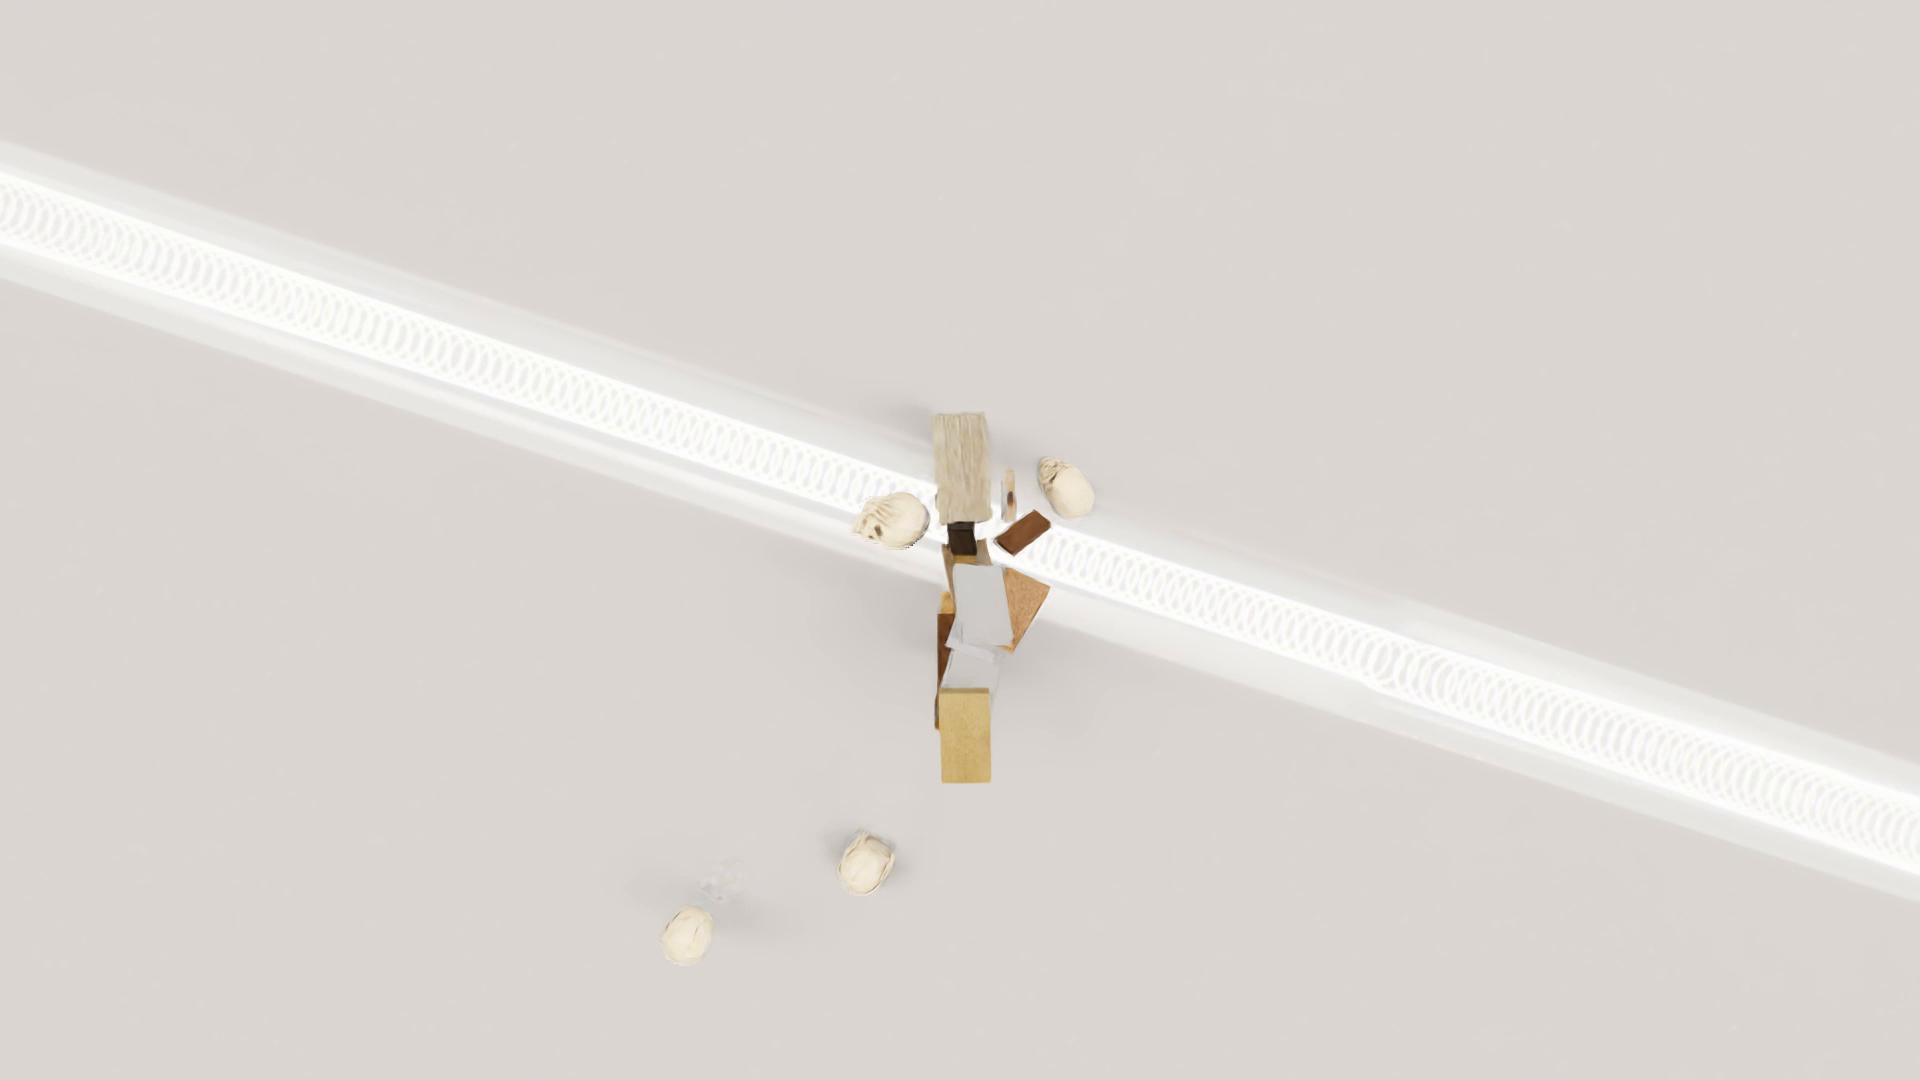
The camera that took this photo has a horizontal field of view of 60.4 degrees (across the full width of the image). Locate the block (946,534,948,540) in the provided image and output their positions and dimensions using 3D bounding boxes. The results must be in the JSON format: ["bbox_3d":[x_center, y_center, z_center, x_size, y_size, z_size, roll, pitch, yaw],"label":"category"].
[{"bbox_3d":[-0.004,0.014,5.437,0.067,0.134,0.019,-14,62,0],"label":"block"}]

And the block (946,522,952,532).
[{"bbox_3d":[-0.009,-0.033,5.350,0.067,0.019,0.134,-10,118,-2],"label":"block"}]

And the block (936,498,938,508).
[{"bbox_3d":[0.005,-0.126,5.331,0.167,0.335,0.047,0,91,-1],"label":"block"}]

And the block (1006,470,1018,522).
[{"bbox_3d":[0.161,-0.141,5.186,0.023,0.080,0.159,-3,94,7],"label":"block"}]

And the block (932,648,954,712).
[{"bbox_3d":[0.031,0.401,5.015,0.148,0.042,0.296,17,87,-3],"label":"block"}]

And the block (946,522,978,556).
[{"bbox_3d":[0.008,-0.002,5.180,0.080,0.159,0.023,-2,58,7],"label":"block"}]

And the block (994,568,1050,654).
[{"bbox_3d":[0.152,0.210,4.976,0.144,0.289,0.041,25,133,9],"label":"block"}]

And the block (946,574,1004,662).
[{"bbox_3d":[0.068,0.218,5.001,0.144,0.333,0.041,21,133,-1],"label":"block"}]

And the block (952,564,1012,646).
[{"bbox_3d":[0.066,0.190,4.910,0.144,0.289,0.041,3,133,-11],"label":"block"}]

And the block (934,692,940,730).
[{"bbox_3d":[0.000,0.514,4.843,0.143,0.285,0.040,17,100,-4],"label":"block"}]

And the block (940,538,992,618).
[{"bbox_3d":[0.042,0.153,5.215,0.148,0.407,0.042,-7,132,-5],"label":"block"}]

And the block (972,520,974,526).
[{"bbox_3d":[0.015,-0.027,5.272,0.060,0.121,0.017,2,120,1],"label":"block"}]

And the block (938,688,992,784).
[{"bbox_3d":[0.016,0.555,4.682,0.143,0.040,0.285,-1,112,3],"label":"block"}]

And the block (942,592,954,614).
[{"bbox_3d":[-0.002,0.282,5.251,0.116,0.033,0.231,0,90,0],"label":"block"}]

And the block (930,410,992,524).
[{"bbox_3d":[0.005,-0.226,5.117,0.167,0.047,0.335,-4,100,0],"label":"block"}]

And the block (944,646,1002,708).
[{"bbox_3d":[0.039,0.393,4.882,0.143,0.285,0.040,17,134,-3],"label":"block"}]

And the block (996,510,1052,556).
[{"bbox_3d":[0.200,-0.022,5.126,0.159,0.023,0.080,-37,55,-17],"label":"block"}]

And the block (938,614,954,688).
[{"bbox_3d":[0.004,0.369,5.139,0.148,0.042,0.296,-1,58,0],"label":"block"}]

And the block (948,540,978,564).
[{"bbox_3d":[0.038,0.108,5.213,0.060,0.350,0.017,-11,134,-13],"label":"block"}]

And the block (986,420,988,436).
[{"bbox_3d":[0.002,-0.352,5.333,0.167,0.335,0.047,0,90,0],"label":"block"}]
